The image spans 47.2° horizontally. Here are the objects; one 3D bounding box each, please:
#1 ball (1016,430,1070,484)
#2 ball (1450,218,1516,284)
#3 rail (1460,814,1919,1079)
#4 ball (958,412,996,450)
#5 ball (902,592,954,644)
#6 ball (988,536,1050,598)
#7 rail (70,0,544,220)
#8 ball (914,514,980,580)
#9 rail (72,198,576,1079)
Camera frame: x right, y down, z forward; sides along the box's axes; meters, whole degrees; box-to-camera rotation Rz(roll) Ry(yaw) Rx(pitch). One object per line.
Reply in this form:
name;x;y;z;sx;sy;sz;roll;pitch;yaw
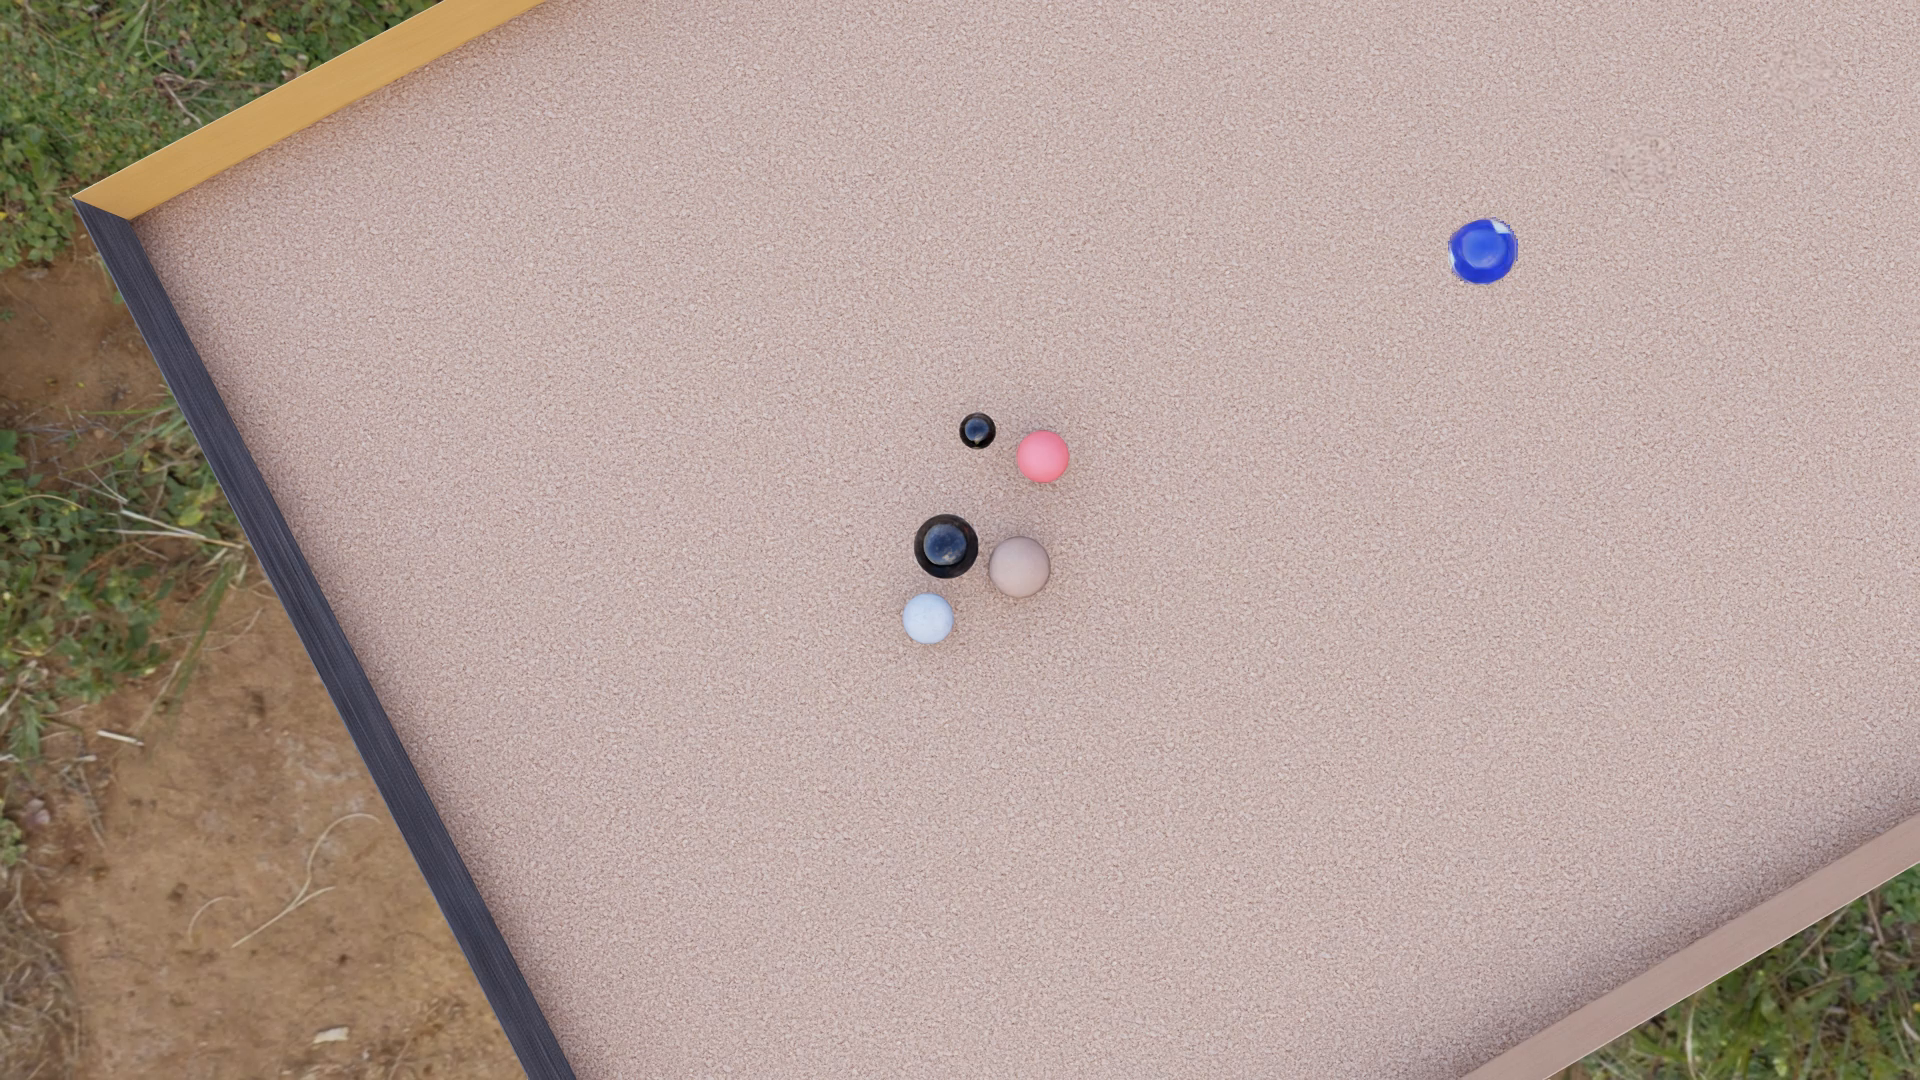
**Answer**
ball;0.123;-0.124;3.272;0.079;0.079;0.079;0;83;0
ball;0.786;-0.433;3.302;0.098;0.098;0.098;0;83;0
rail;1.297;0.470;3.170;3.607;0.127;0.045;-29;84;-4
ball;0.026;-0.163;3.288;0.056;0.056;0.056;0;83;0
ball;-0.047;0.116;3.242;0.076;0.076;0.076;0;83;0
ball;0.088;0.040;3.244;0.092;0.092;0.092;0;83;0
rail;0.279;-1.346;3.403;3.607;0.127;0.045;-29;84;-4
ball;-0.020;0.009;3.245;0.097;0.097;0.097;0;83;0
rail;-0.767;0.420;3.177;0.045;0.127;2.142;-29;84;-4
